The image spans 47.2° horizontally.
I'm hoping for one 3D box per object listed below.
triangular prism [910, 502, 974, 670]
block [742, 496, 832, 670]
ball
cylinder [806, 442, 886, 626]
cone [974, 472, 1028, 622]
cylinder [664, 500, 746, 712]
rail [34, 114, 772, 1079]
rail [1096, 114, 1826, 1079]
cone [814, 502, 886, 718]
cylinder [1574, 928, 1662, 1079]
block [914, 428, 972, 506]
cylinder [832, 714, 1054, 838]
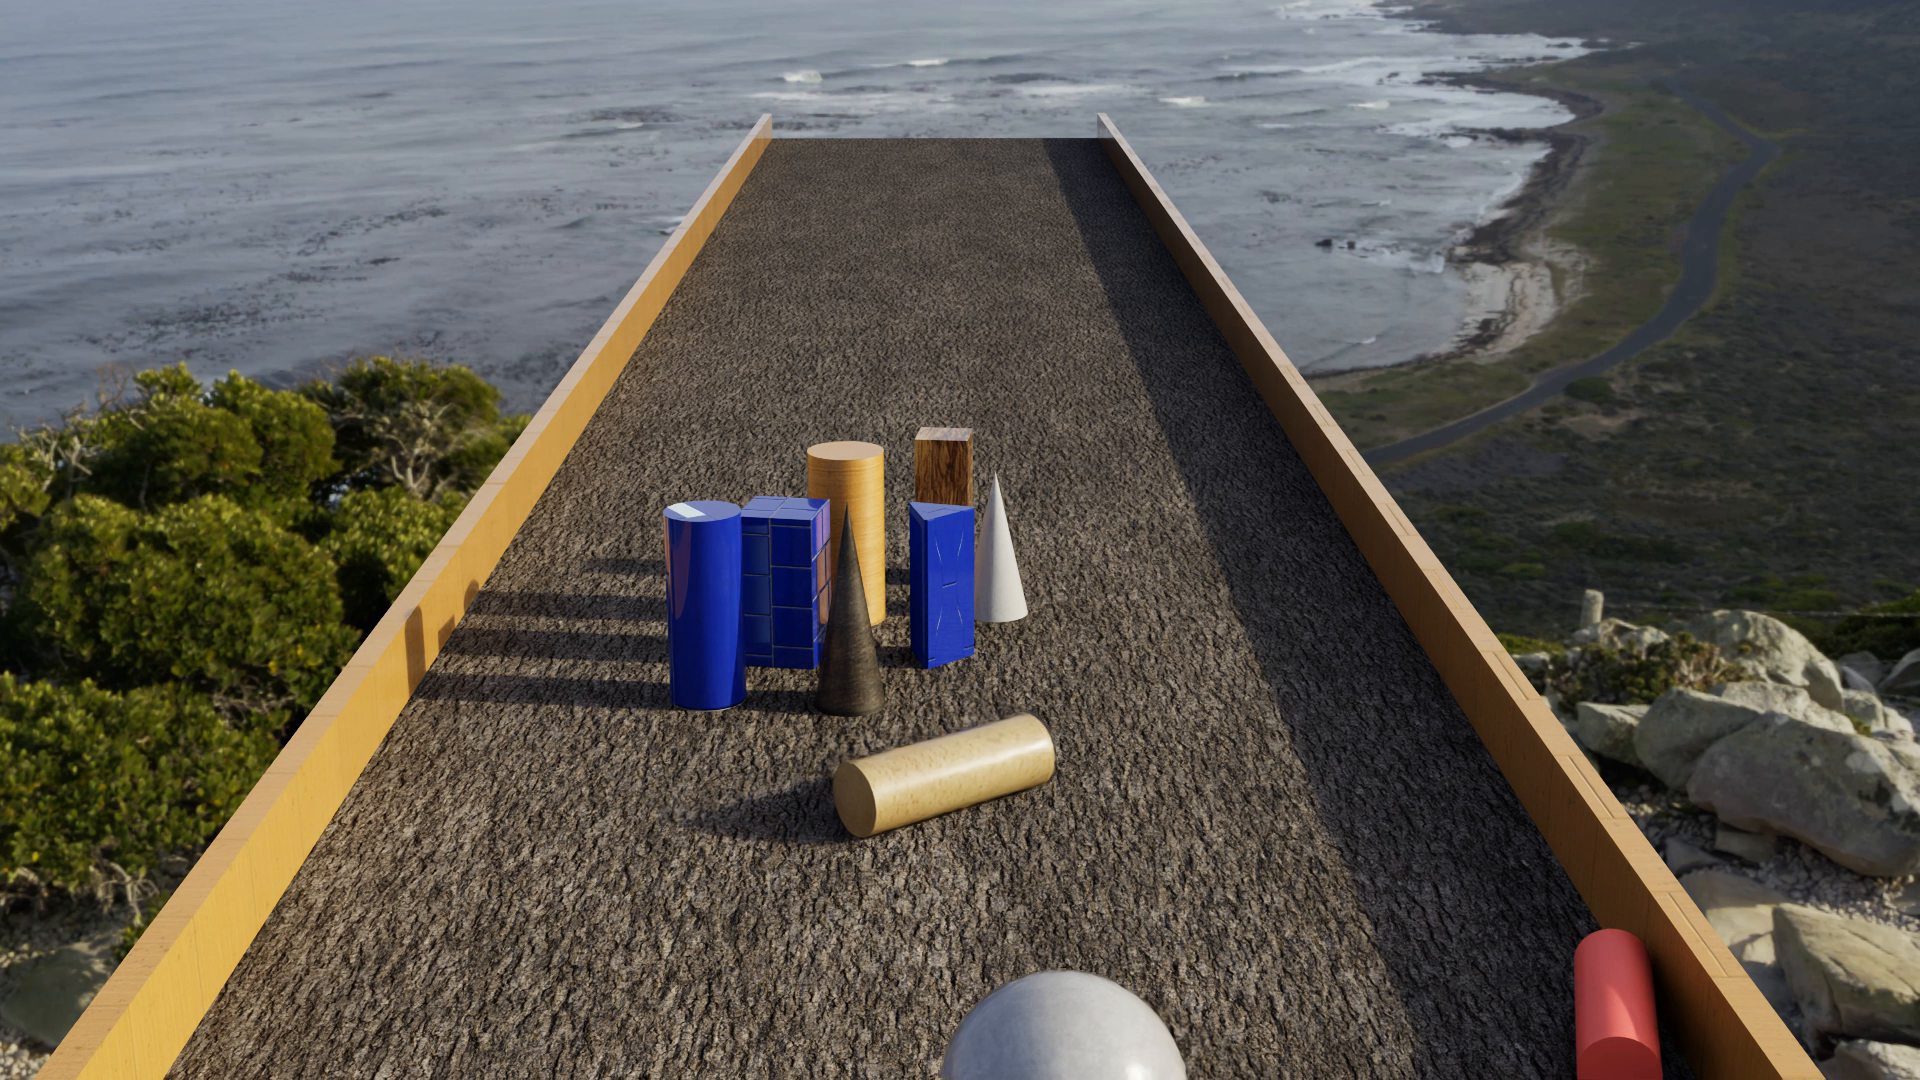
[{"bbox_3d":[-0.059,0.084,4.403,0.132,0.309,0.114,-15,22,-42],"label":"triangular prism"},{"bbox_3d":[-0.351,0.084,4.403,0.154,0.309,0.154,3,17,10],"label":"block"},{"bbox_3d":[0.120,0.646,2.542,0.292,0.292,0.292,0,17,0],"label":"ball"},{"bbox_3d":[-0.238,-0.011,4.625,0.160,0.365,0.160,0,17,0],"label":"cylinder"},{"bbox_3d":[0.074,0.003,4.666,0.143,0.313,0.143,0,17,0],"label":"cone"},{"bbox_3d":[-0.481,0.124,4.156,0.145,0.372,0.145,0,17,0],"label":"cylinder"},{"bbox_3d":[-1.118,-0.838,7.780,0.050,0.150,12.000,0,17,-1],"label":"rail"},{"bbox_3d":[0.932,-0.844,7.801,0.050,0.150,12.000,0,17,-1],"label":"rail"},{"bbox_3d":[-0.209,0.120,4.121,0.136,0.401,0.136,0,17,0],"label":"cone"},{"bbox_3d":[0.871,0.632,2.920,0.104,0.104,0.308,4,17,14],"label":"cylinder"},{"bbox_3d":[-0.035,-0.074,4.889,0.116,0.334,0.116,2,17,6],"label":"block"},{"bbox_3d":[-0.024,0.392,3.687,0.369,0.126,0.126,-12,20,-35],"label":"cylinder"}]
